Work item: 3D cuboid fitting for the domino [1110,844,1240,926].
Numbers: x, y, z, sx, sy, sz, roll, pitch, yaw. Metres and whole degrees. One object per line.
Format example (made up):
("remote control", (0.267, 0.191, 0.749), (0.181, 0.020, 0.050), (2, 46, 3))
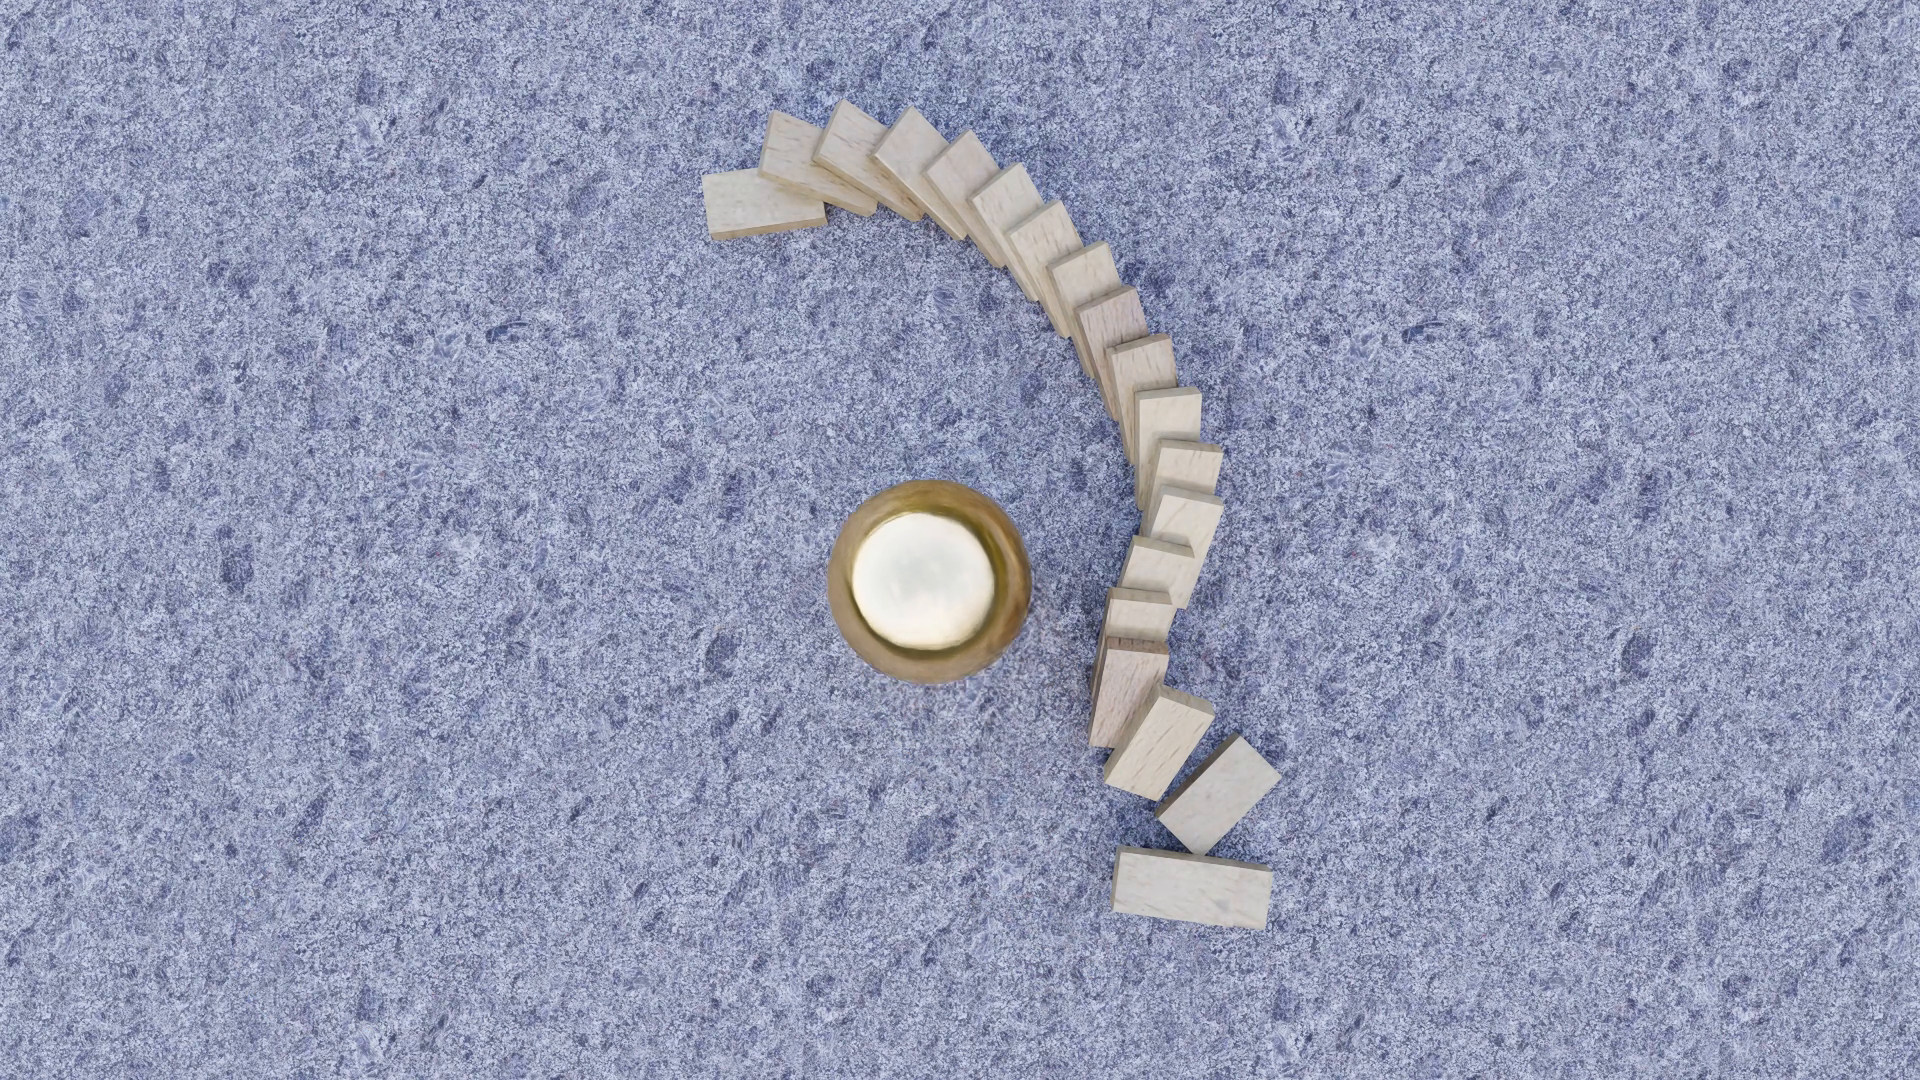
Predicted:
("domino", (0.090, 0.145, 0.386), (0.050, 0.010, 0.025), (7, 90, 0))

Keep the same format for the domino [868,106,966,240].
("domino", (-0.011, -0.153, 0.384), (0.050, 0.010, 0.025), (37, 90, -28))

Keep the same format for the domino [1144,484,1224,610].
("domino", (0.089, 0.003, 0.384), (0.025, 0.009, 0.050), (11, 118, -3))

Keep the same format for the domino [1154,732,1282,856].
("domino", (0.111, 0.110, 0.395), (0.025, 0.010, 0.050), (45, 90, 0))

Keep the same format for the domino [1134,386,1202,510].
("domino", (0.087, -0.038, 0.384), (0.025, 0.010, 0.050), (-6, 119, 0))

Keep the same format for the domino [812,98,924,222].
("domino", (-0.034, -0.158, 0.384), (0.050, 0.009, 0.025), (24, 90, -28))

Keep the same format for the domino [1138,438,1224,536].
("domino", (0.091, -0.016, 0.384), (0.025, 0.009, 0.050), (5, 118, -1))

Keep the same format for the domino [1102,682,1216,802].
("domino", (0.082, 0.085, 0.383), (0.025, 0.009, 0.050), (21, 117, -7))

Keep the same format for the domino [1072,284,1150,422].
("domino", (0.068, -0.078, 0.384), (0.025, 0.010, 0.050), (-24, 117, 0))

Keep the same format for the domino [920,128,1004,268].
("domino", (0.009, -0.142, 0.384), (0.025, 0.010, 0.050), (-44, 118, 0))

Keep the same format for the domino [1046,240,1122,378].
("domino", (0.057, -0.096, 0.384), (0.025, 0.009, 0.050), (-26, 117, 0))

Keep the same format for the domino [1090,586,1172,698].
("domino", (0.071, 0.045, 0.384), (0.025, 0.009, 0.050), (6, 118, 0))

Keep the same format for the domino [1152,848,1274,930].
("domino", (0.107, 0.150, 0.395), (0.050, 0.009, 0.025), (8, 90, 0))

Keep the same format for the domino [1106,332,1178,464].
("domino", (0.078, -0.059, 0.384), (0.025, 0.009, 0.050), (-16, 118, 0))

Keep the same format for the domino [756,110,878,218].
("domino", (-0.057, -0.157, 0.384), (0.050, 0.010, 0.025), (12, 90, -27))

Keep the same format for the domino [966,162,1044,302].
("domino", (0.027, -0.129, 0.384), (0.025, 0.010, 0.050), (-38, 117, 0))

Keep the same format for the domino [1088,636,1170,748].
("domino", (0.070, 0.065, 0.384), (0.025, 0.009, 0.050), (6, 118, 0))

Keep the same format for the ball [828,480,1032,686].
("ball", (-0.012, 0.017, 0.360), (0.080, 0.080, 0.080), (0, 90, 0))

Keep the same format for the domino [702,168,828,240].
("domino", (-0.084, -0.146, 0.395), (0.050, 0.010, 0.025), (-8, 90, 0))

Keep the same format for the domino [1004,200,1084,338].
("domino", (0.042, -0.113, 0.384), (0.025, 0.009, 0.050), (-35, 118, 0))

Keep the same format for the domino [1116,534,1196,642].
("domino", (0.078, 0.024, 0.384), (0.025, 0.010, 0.050), (12, 118, 0))
